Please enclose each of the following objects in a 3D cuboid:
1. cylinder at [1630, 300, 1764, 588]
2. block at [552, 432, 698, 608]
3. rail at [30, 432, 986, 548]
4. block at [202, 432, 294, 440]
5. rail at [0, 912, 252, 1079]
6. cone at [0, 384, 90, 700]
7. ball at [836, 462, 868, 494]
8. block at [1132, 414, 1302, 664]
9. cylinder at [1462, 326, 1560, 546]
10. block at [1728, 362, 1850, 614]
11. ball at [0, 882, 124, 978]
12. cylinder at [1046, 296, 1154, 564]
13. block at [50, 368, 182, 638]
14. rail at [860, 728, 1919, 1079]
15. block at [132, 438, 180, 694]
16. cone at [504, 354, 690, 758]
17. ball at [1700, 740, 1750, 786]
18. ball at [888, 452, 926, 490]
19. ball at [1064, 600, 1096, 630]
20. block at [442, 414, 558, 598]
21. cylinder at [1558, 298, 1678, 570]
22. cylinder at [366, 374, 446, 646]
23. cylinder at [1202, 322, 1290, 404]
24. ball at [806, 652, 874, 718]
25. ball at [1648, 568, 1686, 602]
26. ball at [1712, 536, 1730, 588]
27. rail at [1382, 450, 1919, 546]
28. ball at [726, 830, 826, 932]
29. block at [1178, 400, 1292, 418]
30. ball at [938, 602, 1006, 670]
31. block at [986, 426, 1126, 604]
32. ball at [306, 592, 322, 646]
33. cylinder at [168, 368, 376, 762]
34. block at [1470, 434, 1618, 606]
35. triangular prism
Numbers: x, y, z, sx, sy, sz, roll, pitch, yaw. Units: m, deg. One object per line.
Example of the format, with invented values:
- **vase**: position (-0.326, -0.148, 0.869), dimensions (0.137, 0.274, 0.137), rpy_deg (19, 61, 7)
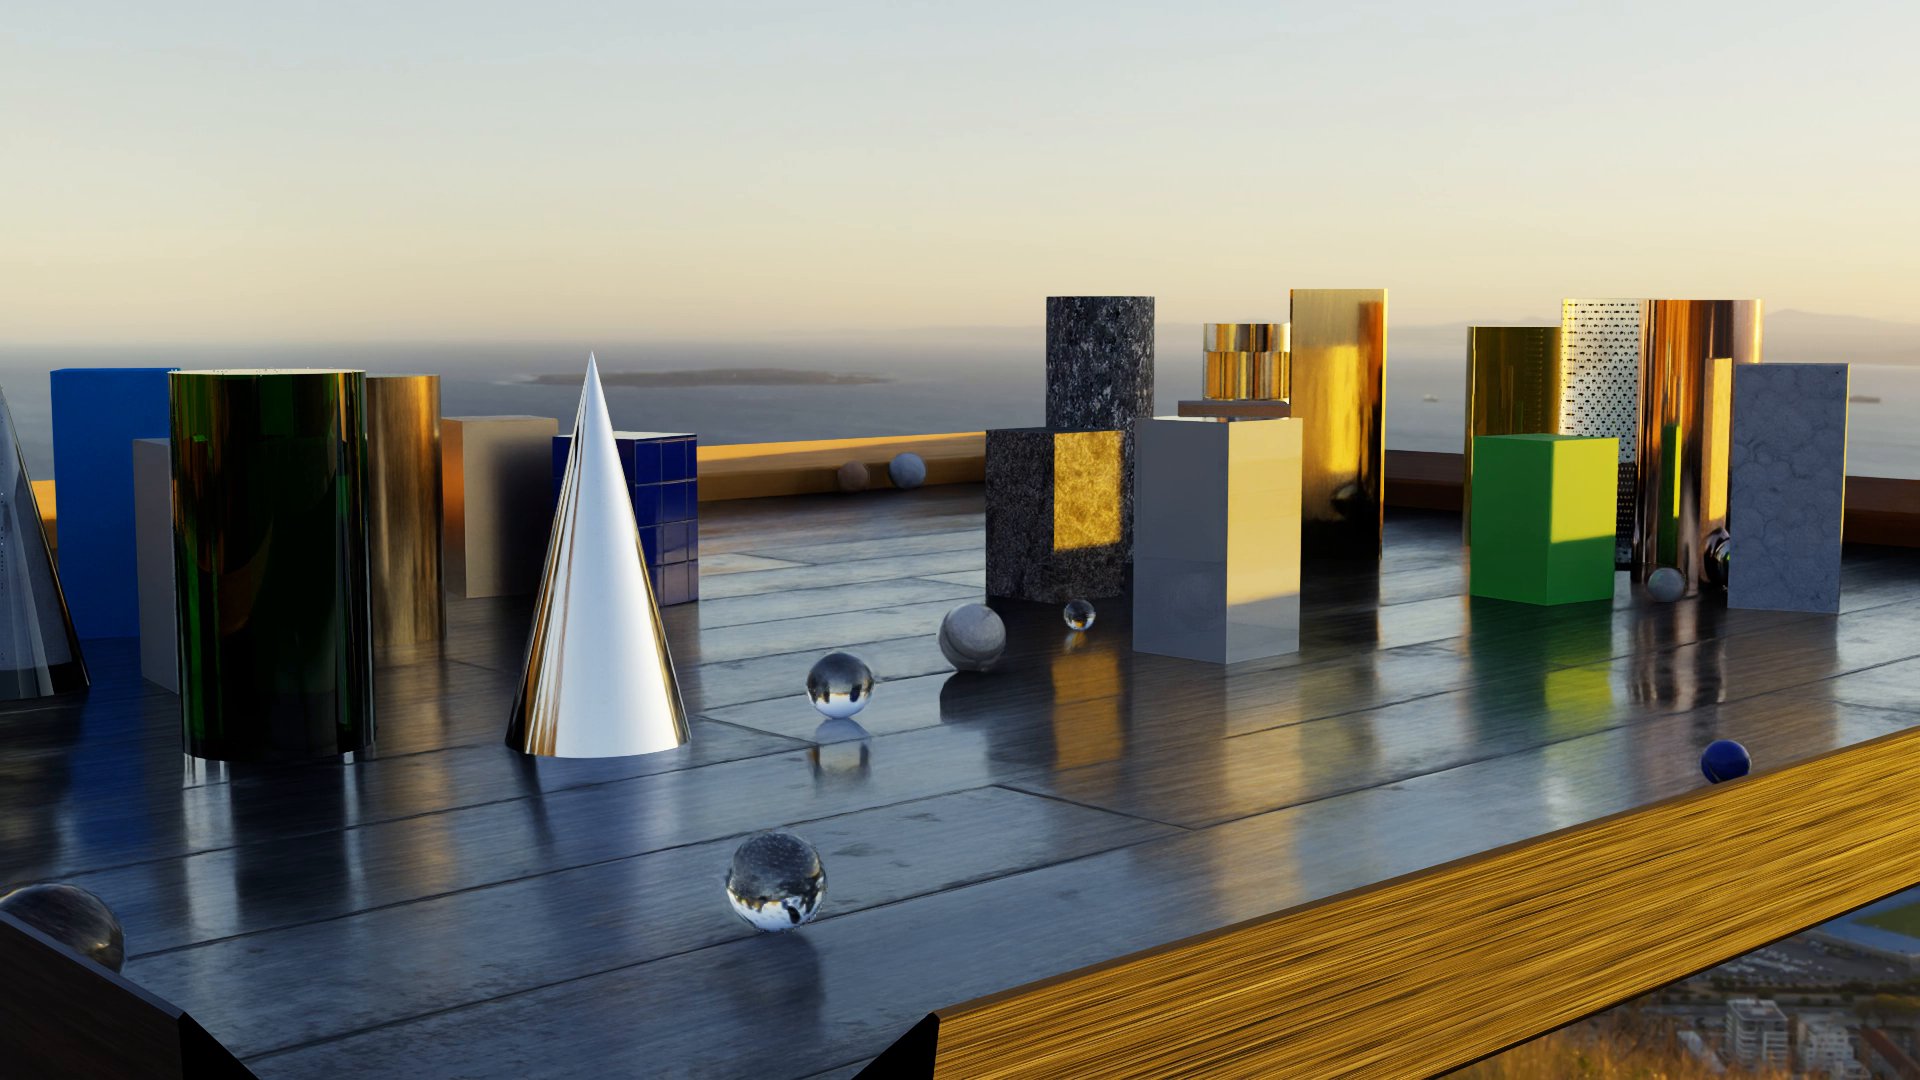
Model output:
- **cylinder**: position (1.198, -0.160, 3.575), dimensions (0.192, 0.458, 0.192), rpy_deg (0, 6, 0)
- **block**: position (-0.504, -0.031, 3.325), dimensions (0.153, 0.255, 0.153), rpy_deg (3, 7, 29)
- **rail**: position (-1.145, -0.098, 4.566), dimensions (3.695, 0.125, 0.045), rpy_deg (-6, 8, -42)
- **block**: position (-1.056, -0.031, 3.325), dimensions (0.153, 0.254, 0.153), rpy_deg (-2, 6, -21)
- **rail**: position (-1.340, 0.162, 2.102), dimensions (0.045, 0.125, 3.425), rpy_deg (-6, 8, -42)
- **cone**: position (-1.129, -0.029, 2.575), dimensions (0.192, 0.406, 0.192), rpy_deg (0, 6, 0)
- **ball**: position (-0.259, -0.151, 5.308), dimensions (0.077, 0.077, 0.077), rpy_deg (0, 6, 0)
- **block**: position (0.334, -0.006, 2.854), dimensions (0.153, 0.304, 0.153), rpy_deg (6, 8, 44)
- **cylinder**: position (1.048, -0.196, 4.140), dimensions (0.192, 0.411, 0.192), rpy_deg (0, 6, 0)
- **block**: position (1.245, -0.083, 3.304), dimensions (0.153, 0.362, 0.153), rpy_deg (3, 7, 23)
- **ball**: position (-0.567, 0.258, 1.366), dimensions (0.090, 0.090, 0.090), rpy_deg (0, 6, 0)
- **cylinder**: position (0.248, -0.199, 3.916), dimensions (0.192, 0.466, 0.192), rpy_deg (0, 6, 0)
- **block**: position (-1.159, -0.055, 3.044), dimensions (0.153, 0.361, 0.153), rpy_deg (-2, 6, -15)
- **rail**: position (1.145, 0.162, 2.098), dimensions (3.695, 0.125, 0.045), rpy_deg (-6, 8, -42)
- **block**: position (-0.889, 0.024, 2.641), dimensions (0.153, 0.288, 0.153), rpy_deg (-4, 7, -35)
- **cone**: position (-0.375, 0.006, 2.261), dimensions (0.192, 0.403, 0.192), rpy_deg (0, 6, 0)
- **ball**: position (0.714, 0.208, 2.052), dimensions (0.045, 0.045, 0.045), rpy_deg (0, 6, 0)
- **ball**: position (-0.130, -0.169, 5.405), dimensions (0.092, 0.092, 0.092), rpy_deg (0, 6, 0)
- **ball**: position (0.165, 0.104, 3.049), dimensions (0.043, 0.043, 0.043), rpy_deg (0, 6, 0)
- **block**: position (-0.733, -0.057, 3.481), dimensions (0.153, 0.273, 0.153), rpy_deg (-4, 7, -30)
- **cylinder**: position (1.135, -0.186, 3.815), dimensions (0.192, 0.461, 0.192), rpy_deg (0, 6, 0)
- **cylinder**: position (-0.797, -0.045, 2.976), dimensions (0.192, 0.355, 0.192), rpy_deg (0, 6, 0)
- **cylinder**: position (0.575, -0.220, 4.352), dimensions (0.192, 0.416, 0.192), rpy_deg (0, 6, 0)
- **ball**: position (-0.131, 0.158, 2.396), dimensions (0.073, 0.073, 0.073), rpy_deg (0, 6, 0)
- **ball**: position (1.074, 0.068, 3.342), dimensions (0.054, 0.054, 0.054), rpy_deg (0, 6, 0)
- **ball**: position (1.232, 0.036, 3.457), dimensions (0.094, 0.094, 0.094), rpy_deg (0, 6, 0)
- **rail**: position (1.340, -0.097, 4.562), dimensions (0.045, 0.125, 3.425), rpy_deg (-6, 8, -42)
- **ball**: position (-0.132, 0.245, 1.578), dimensions (0.072, 0.072, 0.072), rpy_deg (0, 6, 0)
- **block**: position (0.384, -0.038, 3.113), dimensions (0.153, 0.312, 0.153), rpy_deg (1, 6, 5)
- **ball**: position (0.015, 0.119, 2.713), dimensions (0.084, 0.084, 0.084), rpy_deg (0, 6, 0)
- **block**: position (0.148, -0.043, 3.423), dimensions (0.153, 0.257, 0.153), rpy_deg (-5, 8, -42)
- **ball**: position (-0.872, 0.103, 2.853), dimensions (0.086, 0.086, 0.086), rpy_deg (0, 6, 0)
- **cylinder**: position (-0.699, 0.019, 2.242), dimensions (0.192, 0.381, 0.192), rpy_deg (0, 6, 0)
- **block**: position (0.902, -0.035, 3.399), dimensions (0.153, 0.247, 0.153), rpy_deg (-4, 7, -34)
- **triangular prism**: position (0.678, -0.212, 3.976), dimensions (0.166, 0.479, 0.144), rpy_deg (1, 6, 8)
